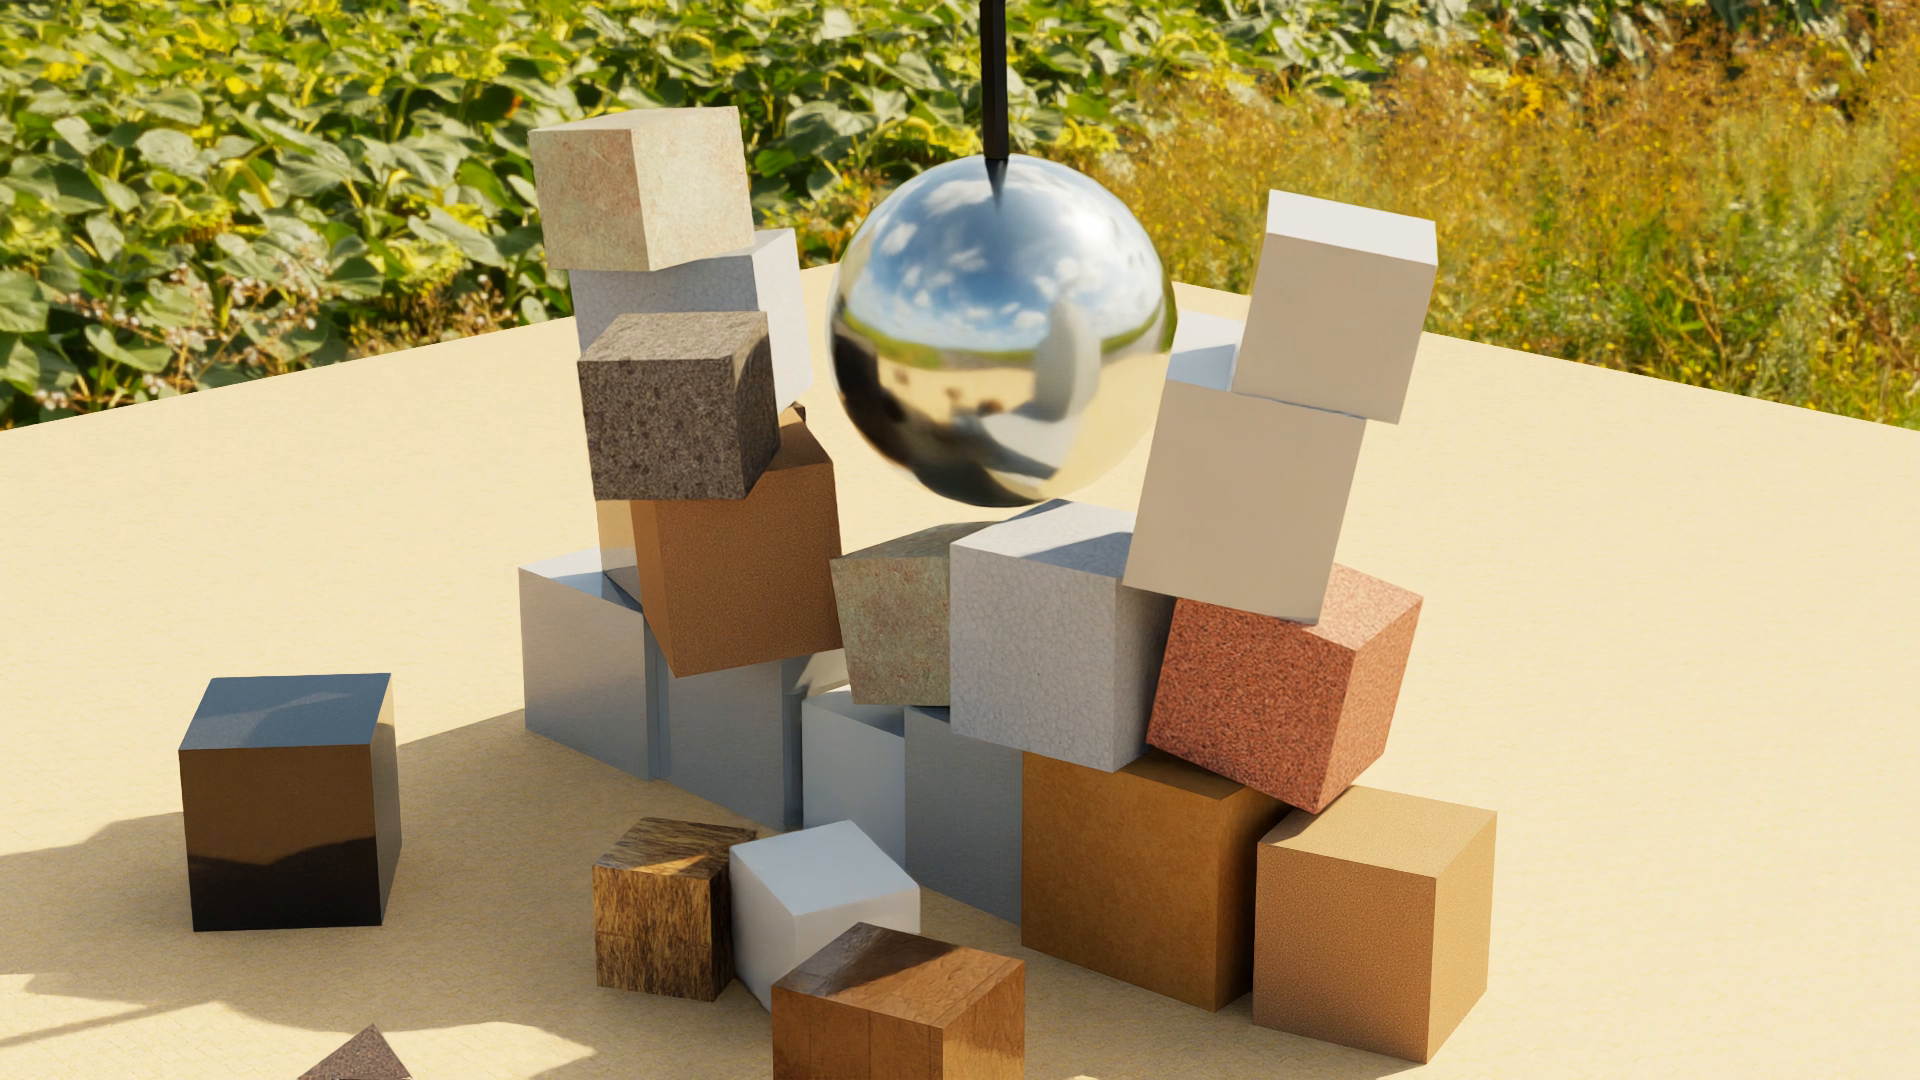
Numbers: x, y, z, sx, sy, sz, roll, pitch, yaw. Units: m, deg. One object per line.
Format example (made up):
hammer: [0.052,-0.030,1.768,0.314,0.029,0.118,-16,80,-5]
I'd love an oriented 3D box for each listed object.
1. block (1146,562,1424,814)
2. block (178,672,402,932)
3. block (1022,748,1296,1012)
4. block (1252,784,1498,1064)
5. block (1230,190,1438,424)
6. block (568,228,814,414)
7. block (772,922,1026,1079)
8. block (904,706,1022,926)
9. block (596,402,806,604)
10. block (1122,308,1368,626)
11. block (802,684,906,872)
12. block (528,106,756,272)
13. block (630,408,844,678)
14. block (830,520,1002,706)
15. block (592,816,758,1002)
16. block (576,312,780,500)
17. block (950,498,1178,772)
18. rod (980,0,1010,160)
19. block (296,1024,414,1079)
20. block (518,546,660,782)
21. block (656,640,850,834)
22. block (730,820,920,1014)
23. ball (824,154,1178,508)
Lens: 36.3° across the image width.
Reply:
block: [1.344,0.536,12.146,0.789,0.755,0.706,22,27,24]
block: [-2.994,1.166,13.202,0.816,0.858,0.905,-1,18,-4]
block: [0.972,1.293,12.651,1.017,0.947,0.987,14,22,37]
block: [1.706,1.553,12.052,0.751,0.811,0.758,9,20,26]
block: [1.458,-0.914,11.441,0.659,0.661,0.545,11,25,3]
block: [-1.279,-1.020,14.126,0.898,0.781,0.796,-4,14,12]
block: [-0.223,1.948,10.908,0.717,0.742,0.627,9,20,27]
block: [0.335,1.134,13.344,0.906,0.836,0.748,-17,24,-42]
block: [-1.285,-0.245,14.560,0.879,0.880,0.852,-9,15,-20]
block: [1.168,-0.306,11.895,0.795,0.901,0.825,12,25,4]
block: [-0.203,1.060,13.861,0.803,0.667,0.723,-17,24,-42]
block: [-1.494,-1.656,13.793,0.717,0.654,0.681,6,19,42]
block: [-1.049,-0.001,13.681,0.828,0.916,0.834,-10,22,-13]
block: [-0.023,0.327,13.451,0.688,0.679,0.814,-2,11,42]
block: [-1.199,1.561,12.454,0.524,0.553,0.549,5,18,16]
block: [-1.245,-0.605,13.112,0.690,0.650,0.674,0,22,11]
block: [0.528,0.388,12.536,0.819,0.848,0.816,12,21,33]
rod: [0.081,-4.150,12.122,0.080,5.200,0.080,17,26,42]
block: [-2.047,2.166,10.095,0.615,0.595,0.529,-36,29,-14]
block: [-1.498,0.554,15.112,1.110,0.881,1.034,-16,24,-41]
block: [-0.841,0.752,14.384,0.881,0.941,0.954,-16,23,-41]
block: [-0.561,1.614,12.141,0.554,0.587,0.680,-10,23,-24]
ball: [0.186,-0.942,13.241,1.600,1.600,1.600,0,17,0]
